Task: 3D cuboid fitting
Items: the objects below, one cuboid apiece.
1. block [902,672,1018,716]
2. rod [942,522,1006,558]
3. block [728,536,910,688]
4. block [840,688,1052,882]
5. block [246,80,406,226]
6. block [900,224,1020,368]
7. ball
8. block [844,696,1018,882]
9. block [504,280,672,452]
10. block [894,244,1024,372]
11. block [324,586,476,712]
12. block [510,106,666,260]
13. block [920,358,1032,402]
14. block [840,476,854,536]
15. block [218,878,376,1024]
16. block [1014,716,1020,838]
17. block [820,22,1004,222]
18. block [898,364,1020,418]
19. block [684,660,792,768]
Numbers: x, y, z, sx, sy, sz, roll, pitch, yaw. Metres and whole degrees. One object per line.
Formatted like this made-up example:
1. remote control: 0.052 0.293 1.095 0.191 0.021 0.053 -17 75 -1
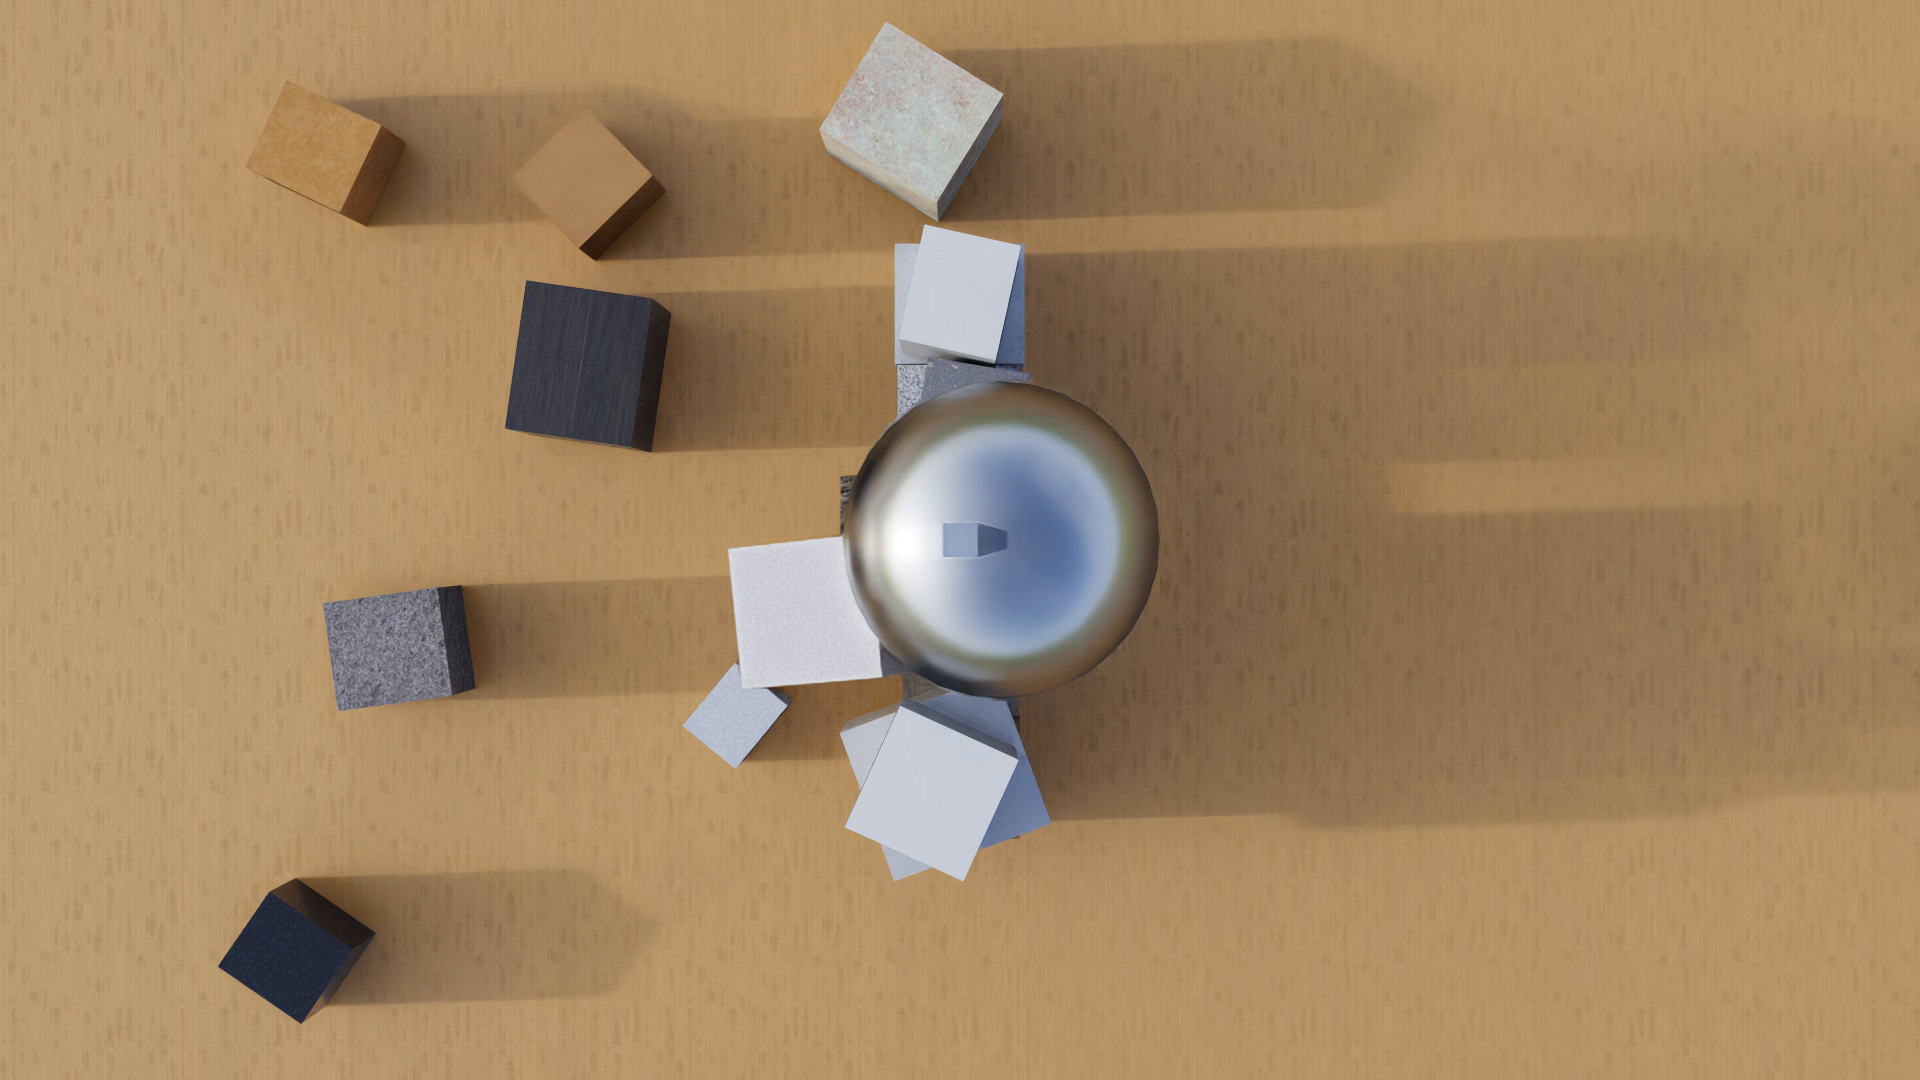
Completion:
1. block: 0.002 0.683 12.707 0.654 0.586 0.628 0 90 0
2. rod: 0.089 0.000 7.680 0.080 5.200 0.080 0 90 2
3. block: -0.686 0.373 12.004 0.842 0.702 0.758 -6 89 24
4. block: -0.076 1.252 11.930 0.880 0.744 0.832 -20 90 0
5. block: -3.656 -2.226 12.715 0.593 0.569 0.548 25 90 0
6. block: 0.001 -1.304 12.011 0.525 0.661 0.625 12 88 0
7. ball: 0.206 0.000 11.078 1.600 1.600 1.600 0 90 0
8. block: -0.140 1.254 11.219 0.645 0.676 0.660 25 90 0
9. block: -2.116 -0.979 12.600 0.708 0.799 0.833 8 90 0
10. block: -0.002 -1.328 12.677 0.727 0.646 0.676 0 90 0
11. block: -3.228 0.617 12.699 0.651 0.601 0.616 -8 90 0
12. block: -2.141 -2.053 12.718 0.590 0.564 0.552 -44 90 0
13. block: 0.065 -0.675 12.069 0.566 0.523 0.531 9 90 0
14. block: -0.228 0.001 12.554 0.677 0.675 0.726 0 90 24
15. block: -3.835 2.375 12.749 0.577 0.502 0.518 35 90 0
16. block: 0.015 1.334 12.651 0.642 0.698 0.675 0 90 0
17. block: -0.270 -2.380 12.609 0.768 0.782 0.704 32 90 0
18. block: -0.007 -0.689 12.665 0.685 0.669 0.587 0 90 0
19. block: -1.286 1.006 12.791 0.390 0.419 0.470 39 90 0
